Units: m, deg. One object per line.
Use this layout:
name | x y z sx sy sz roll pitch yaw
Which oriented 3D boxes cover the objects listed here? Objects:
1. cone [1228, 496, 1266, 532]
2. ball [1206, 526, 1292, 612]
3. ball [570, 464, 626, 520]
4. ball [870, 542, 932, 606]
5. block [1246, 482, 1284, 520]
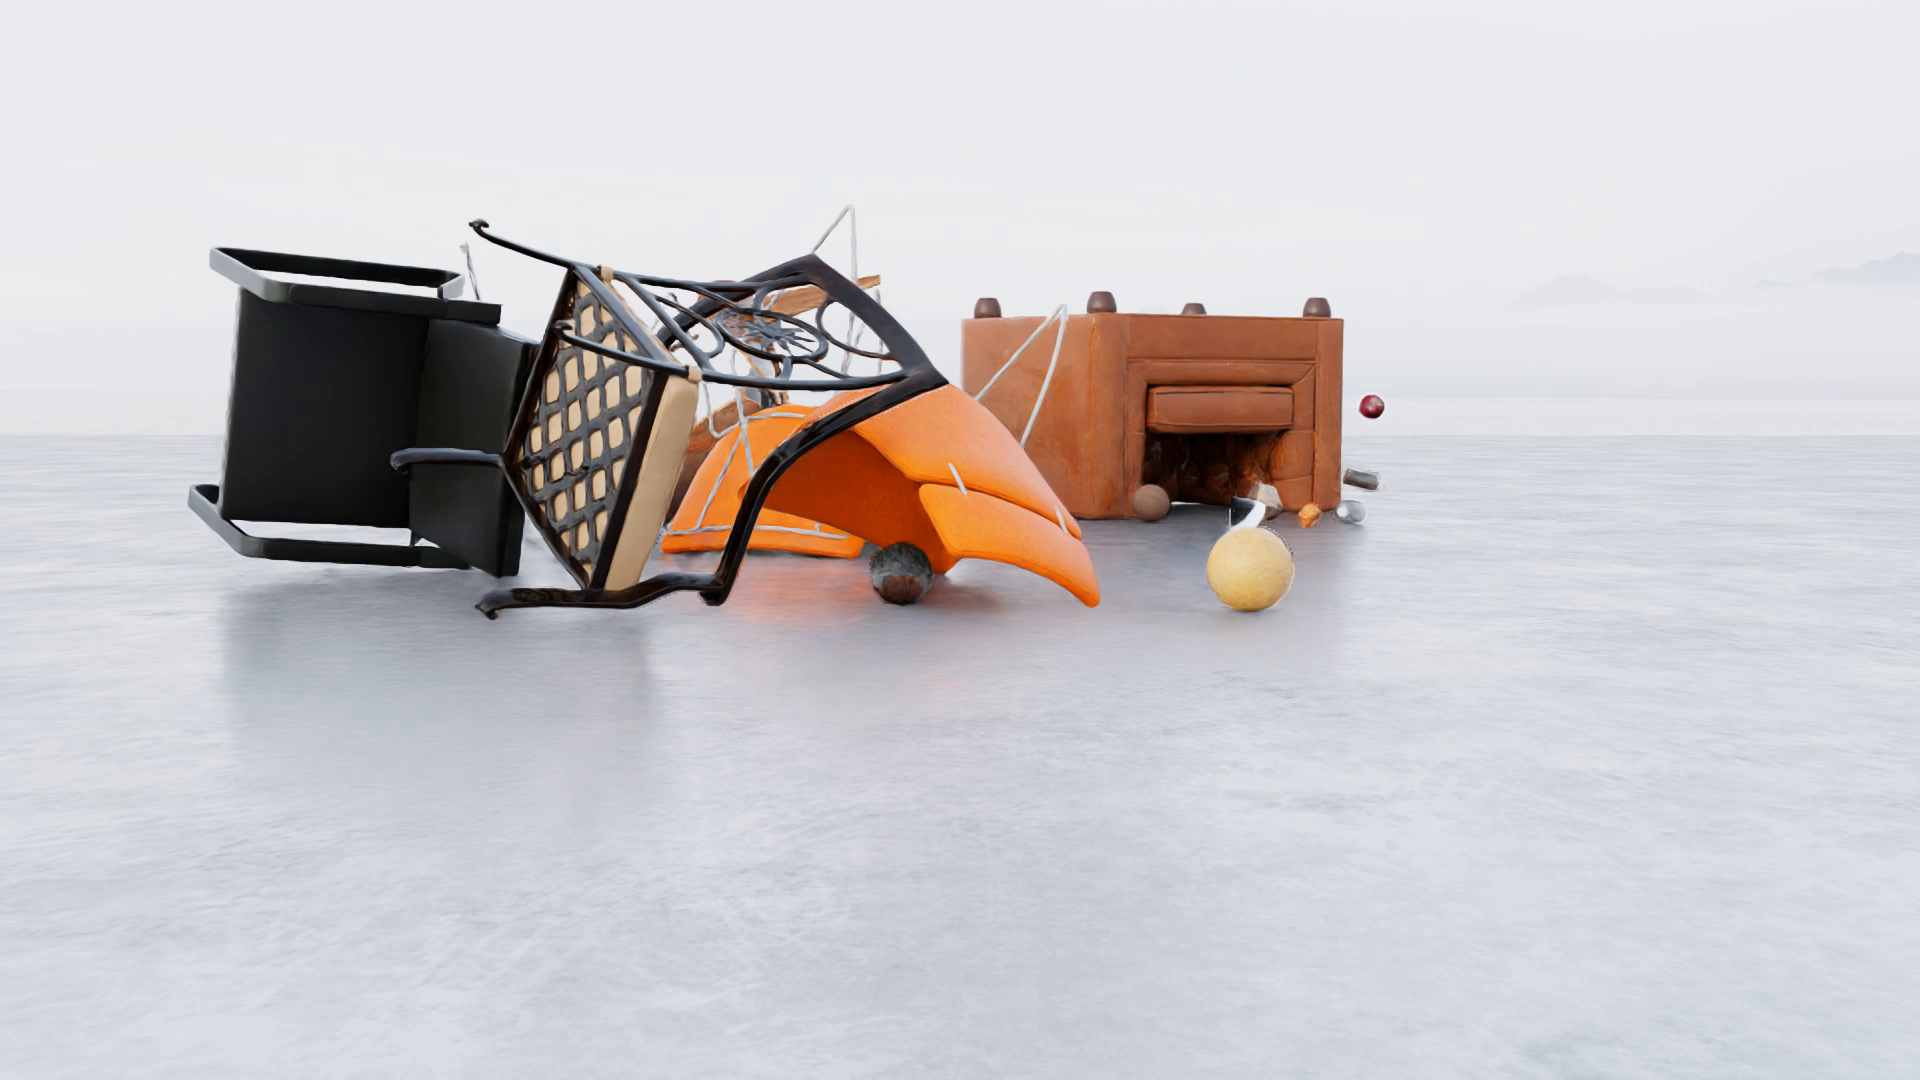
cone | 0.817 -0.092 6.442 0.071 0.156 0.147 37 -9 39
ball | 0.584 0.059 4.440 0.172 0.172 0.172 0 4 0
ball | -1.238 -0.162 7.520 0.191 0.191 0.191 0 4 0
ball | -0.122 0.070 4.566 0.131 0.131 0.131 0 4 0
block | 1.011 -0.128 7.296 0.075 0.095 0.066 12 -42 -34
